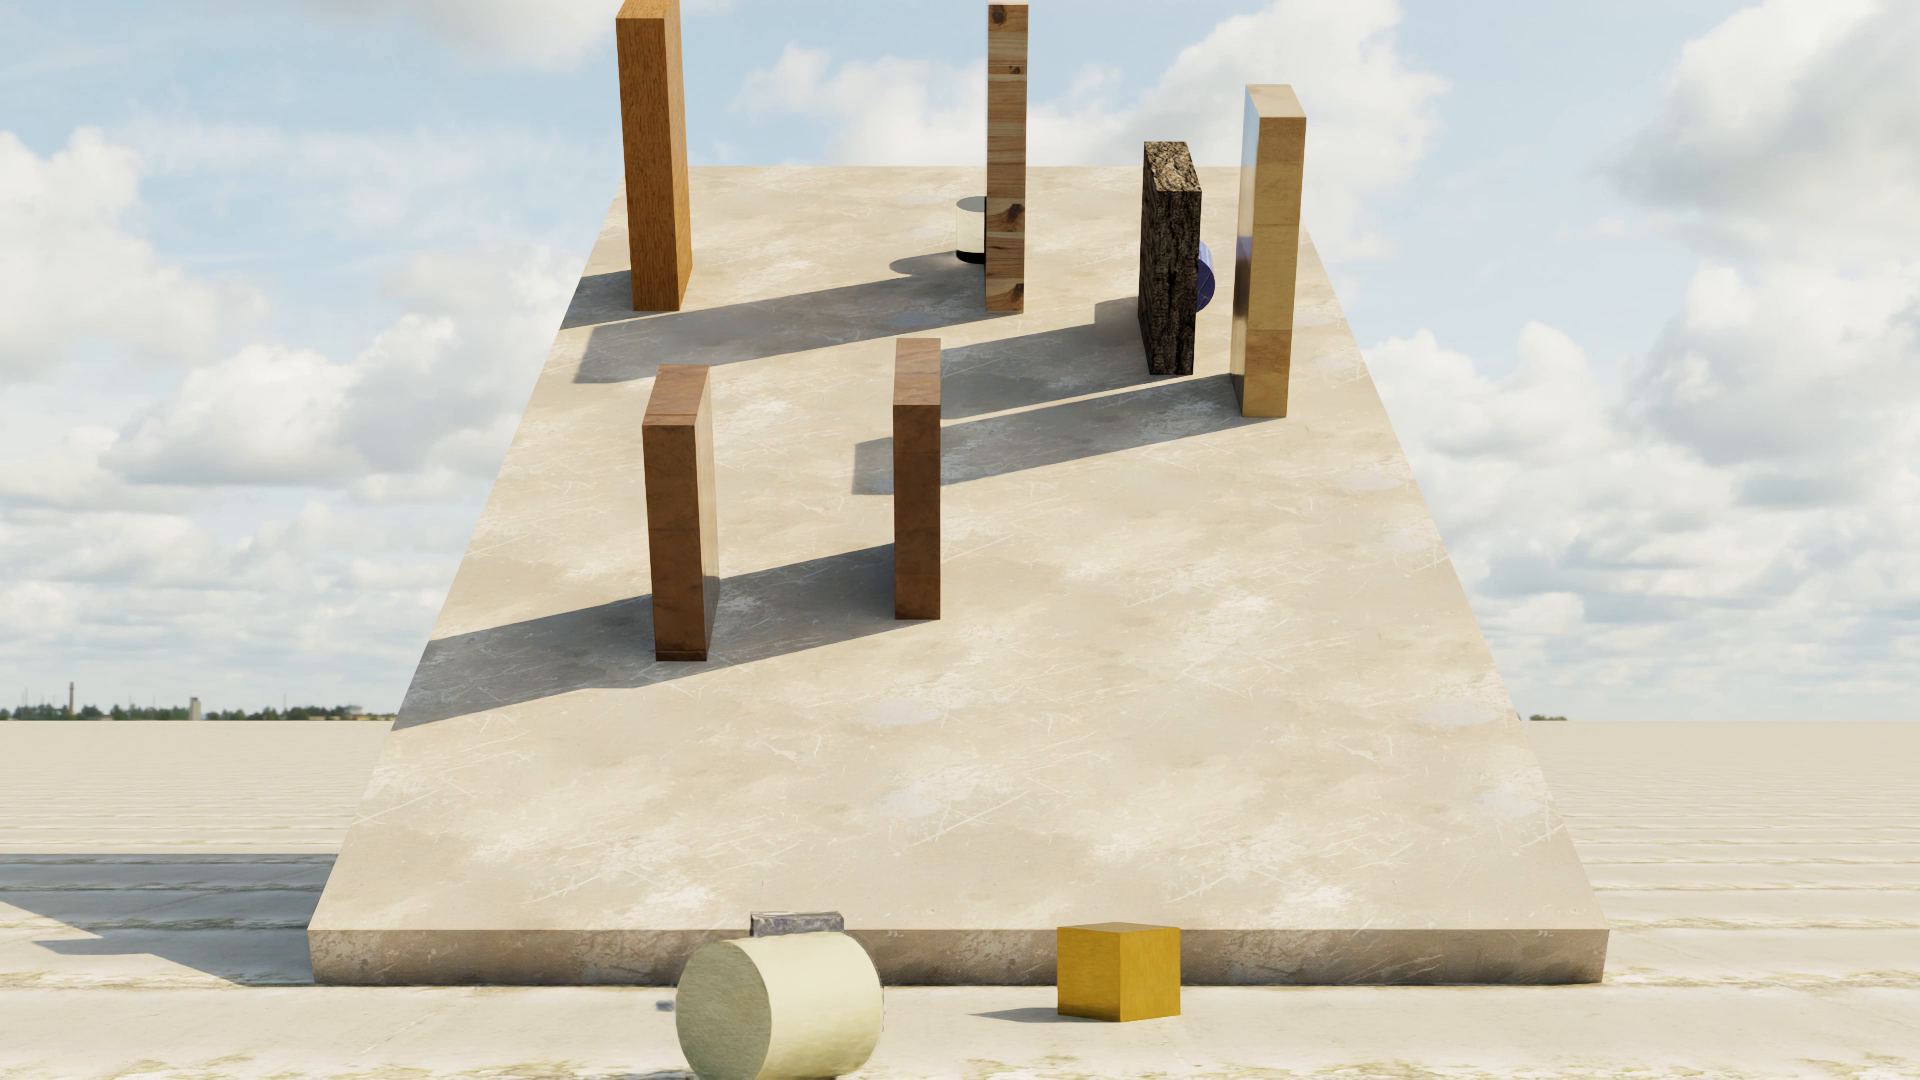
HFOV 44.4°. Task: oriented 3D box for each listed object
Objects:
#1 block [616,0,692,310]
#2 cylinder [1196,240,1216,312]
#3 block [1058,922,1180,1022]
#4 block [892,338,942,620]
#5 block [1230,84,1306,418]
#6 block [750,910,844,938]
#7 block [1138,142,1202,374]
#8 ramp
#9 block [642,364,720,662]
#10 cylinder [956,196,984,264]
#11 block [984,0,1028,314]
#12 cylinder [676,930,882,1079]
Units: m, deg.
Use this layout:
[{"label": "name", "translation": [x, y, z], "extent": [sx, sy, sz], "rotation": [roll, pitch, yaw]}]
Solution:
[{"label": "block", "translation": [-0.782, -1.005, 6.051], "extent": [0.119, 0.756, 0.343], "rotation": [0, 26, 0]}, {"label": "cylinder", "translation": [0.575, -0.684, 6.078], "extent": [0.163, 0.163, 0.163], "rotation": [0, 26, 4]}, {"label": "block", "translation": [0.221, 0.599, 3.272], "extent": [0.121, 0.121, 0.121], "rotation": [4, -6, -42]}, {"label": "block", "translation": [-0.081, -0.123, 4.589], "extent": [0.088, 0.447, 0.344], "rotation": [0, 26, 0]}, {"label": "block", "translation": [0.703, -0.663, 5.407], "extent": [0.102, 0.709, 0.280], "rotation": [0, 26, 0]}, {"label": "block", "translation": [-0.236, 0.604, 3.386], "extent": [0.128, 0.128, 0.128], "rotation": [1, -4, -7]}, {"label": "block", "translation": [0.509, -0.694, 5.757], "extent": [0.104, 0.459, 0.409], "rotation": [0, 26, 0]}, {"label": "ramp", "translation": [-0.010, -0.229, 5.435], "extent": [2.000, 0.100, 4.000], "rotation": [0, 26, 0]}, {"label": "block", "translation": [-0.518, -0.053, 4.406], "extent": [0.094, 0.477, 0.293], "rotation": [0, 26, 0]}, {"label": "cylinder", "translation": [0.062, -0.847, 6.429], "extent": [0.147, 0.147, 0.147], "rotation": [0, 26, 0]}, {"label": "block", "translation": [0.115, -1.023, 6.050], "extent": [0.097, 0.795, 0.383], "rotation": [0, 26, 0]}, {"label": "cylinder", "translation": [-0.205, 0.531, 2.662], "extent": [0.166, 0.166, 0.166], "rotation": [-4, -6, 44]}]
